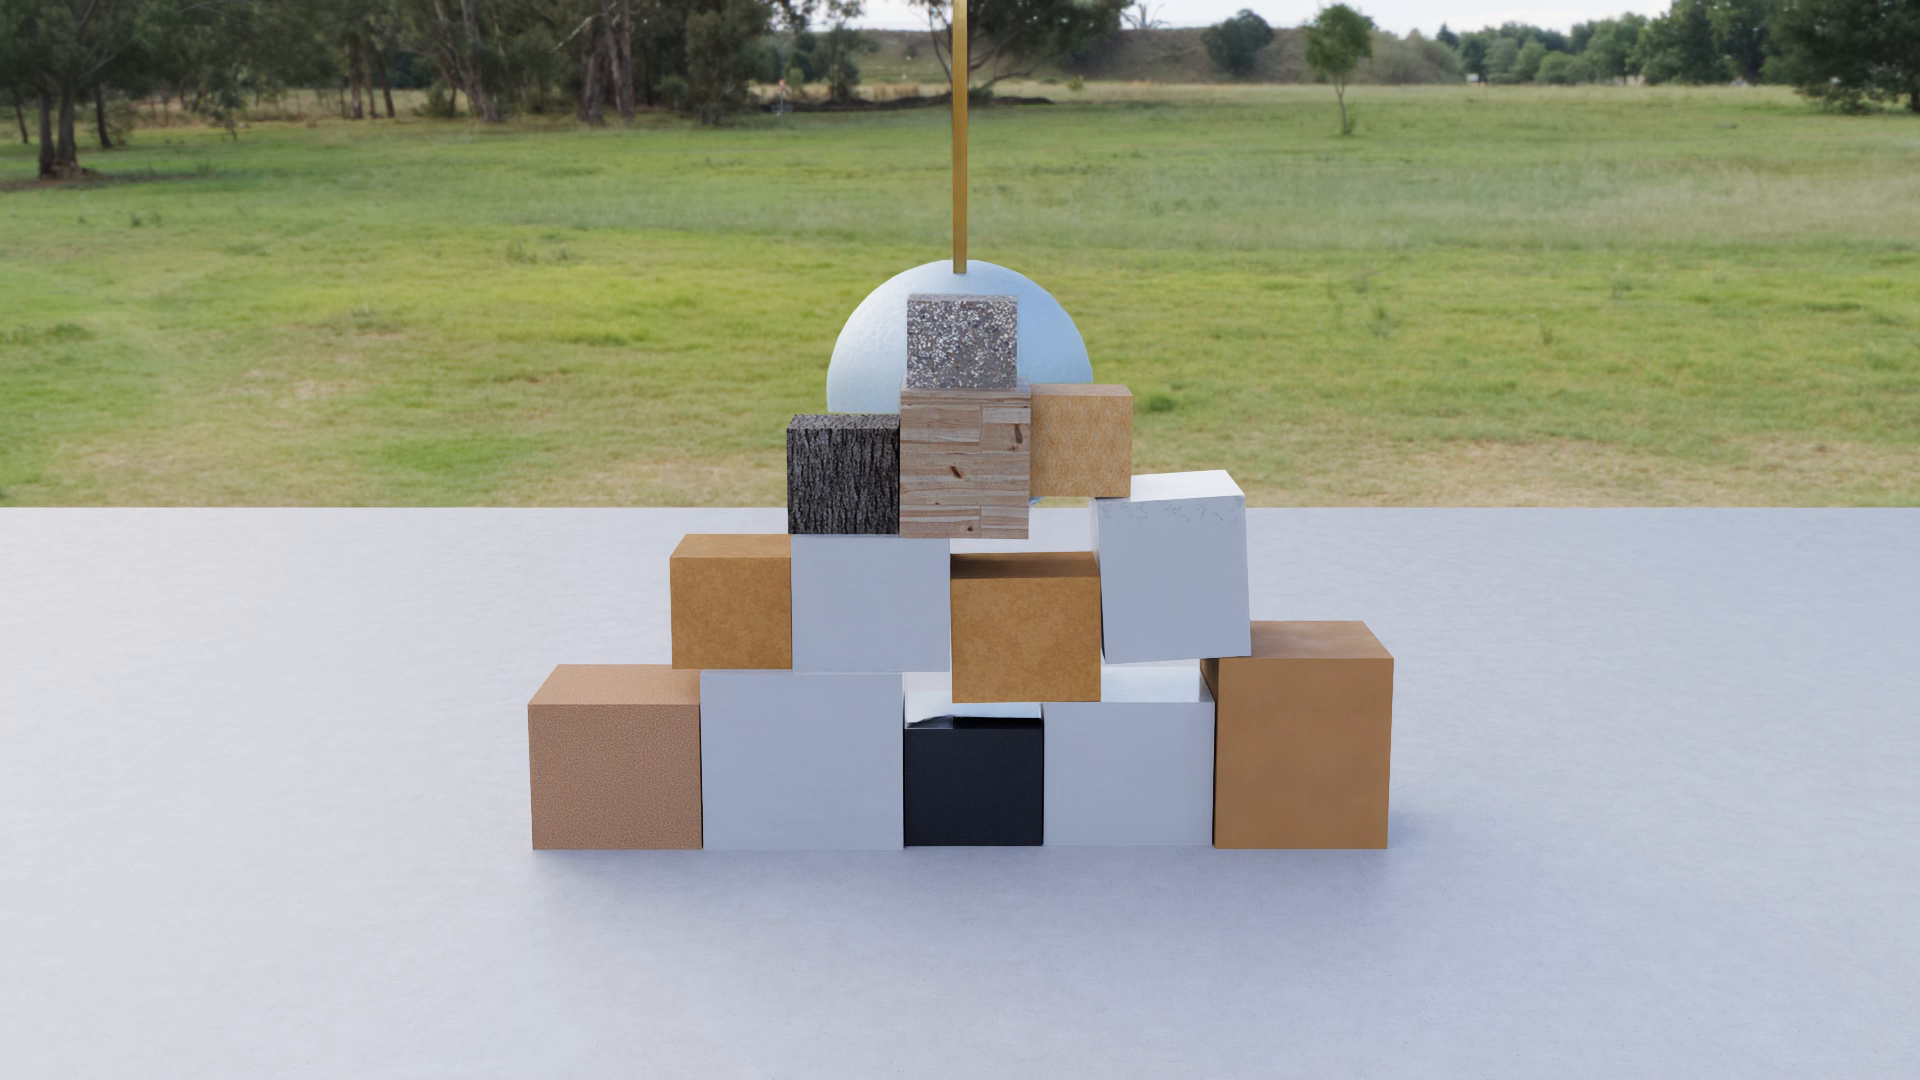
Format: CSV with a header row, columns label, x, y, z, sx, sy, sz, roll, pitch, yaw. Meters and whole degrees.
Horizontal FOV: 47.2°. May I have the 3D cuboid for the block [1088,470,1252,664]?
label,x,y,z,sx,sy,sz,roll,pitch,yaw
block,1.055,0.123,11.213,0.721,0.807,0.828,-4,10,1

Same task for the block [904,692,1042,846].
label,x,y,z,sx,sy,sz,roll,pitch,yaw
block,0.069,1.175,11.399,0.687,0.611,0.761,0,10,0

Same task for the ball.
label,x,y,z,sx,sy,sz,roll,pitch,yaw
ball,0.000,-0.870,13.131,1.600,1.600,1.600,0,10,0

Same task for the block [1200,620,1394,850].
label,x,y,z,sx,sy,sz,roll,pitch,yaw
block,1.712,0.990,11.375,0.863,0.983,0.870,0,10,0

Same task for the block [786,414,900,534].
label,x,y,z,sx,sy,sz,roll,pitch,yaw
block,-0.580,-0.340,11.137,0.547,0.526,0.576,0,10,0

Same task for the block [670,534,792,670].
label,x,y,z,sx,sy,sz,roll,pitch,yaw
block,-1.137,0.306,11.247,0.597,0.567,0.667,0,10,0

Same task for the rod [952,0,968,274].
label,x,y,z,sx,sy,sz,roll,pitch,yaw
rod,0.000,-3.798,11.403,0.080,5.200,0.080,0,31,0

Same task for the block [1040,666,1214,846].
label,x,y,z,sx,sy,sz,roll,pitch,yaw
block,0.847,1.107,11.399,0.849,0.743,0.747,0,10,0

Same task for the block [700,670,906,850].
label,x,y,z,sx,sy,sz,roll,pitch,yaw
block,-0.784,1.031,11.371,0.999,0.904,0.889,0,10,0

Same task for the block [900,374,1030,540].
label,x,y,z,sx,sy,sz,roll,pitch,yaw
block,0.023,-0.429,11.084,0.633,0.724,0.744,1,10,0

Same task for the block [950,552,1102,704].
label,x,y,z,sx,sy,sz,roll,pitch,yaw
block,0.327,0.437,11.255,0.742,0.631,0.692,-1,10,0

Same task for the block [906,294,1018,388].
label,x,y,z,sx,sy,sz,roll,pitch,yaw
block,0.009,-0.998,10.999,0.537,0.426,0.472,1,10,0

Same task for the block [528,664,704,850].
label,x,y,z,sx,sy,sz,roll,pitch,yaw
block,-1.719,1.107,11.377,0.850,0.751,0.847,0,10,0

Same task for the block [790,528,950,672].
label,x,y,z,sx,sy,sz,roll,pitch,yaw
block,-0.440,0.256,11.220,0.781,0.675,0.751,0,10,0

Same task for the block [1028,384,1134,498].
label,x,y,z,sx,sy,sz,roll,pitch,yaw
block,0.593,-0.506,11.073,0.505,0.502,0.514,1,10,0
